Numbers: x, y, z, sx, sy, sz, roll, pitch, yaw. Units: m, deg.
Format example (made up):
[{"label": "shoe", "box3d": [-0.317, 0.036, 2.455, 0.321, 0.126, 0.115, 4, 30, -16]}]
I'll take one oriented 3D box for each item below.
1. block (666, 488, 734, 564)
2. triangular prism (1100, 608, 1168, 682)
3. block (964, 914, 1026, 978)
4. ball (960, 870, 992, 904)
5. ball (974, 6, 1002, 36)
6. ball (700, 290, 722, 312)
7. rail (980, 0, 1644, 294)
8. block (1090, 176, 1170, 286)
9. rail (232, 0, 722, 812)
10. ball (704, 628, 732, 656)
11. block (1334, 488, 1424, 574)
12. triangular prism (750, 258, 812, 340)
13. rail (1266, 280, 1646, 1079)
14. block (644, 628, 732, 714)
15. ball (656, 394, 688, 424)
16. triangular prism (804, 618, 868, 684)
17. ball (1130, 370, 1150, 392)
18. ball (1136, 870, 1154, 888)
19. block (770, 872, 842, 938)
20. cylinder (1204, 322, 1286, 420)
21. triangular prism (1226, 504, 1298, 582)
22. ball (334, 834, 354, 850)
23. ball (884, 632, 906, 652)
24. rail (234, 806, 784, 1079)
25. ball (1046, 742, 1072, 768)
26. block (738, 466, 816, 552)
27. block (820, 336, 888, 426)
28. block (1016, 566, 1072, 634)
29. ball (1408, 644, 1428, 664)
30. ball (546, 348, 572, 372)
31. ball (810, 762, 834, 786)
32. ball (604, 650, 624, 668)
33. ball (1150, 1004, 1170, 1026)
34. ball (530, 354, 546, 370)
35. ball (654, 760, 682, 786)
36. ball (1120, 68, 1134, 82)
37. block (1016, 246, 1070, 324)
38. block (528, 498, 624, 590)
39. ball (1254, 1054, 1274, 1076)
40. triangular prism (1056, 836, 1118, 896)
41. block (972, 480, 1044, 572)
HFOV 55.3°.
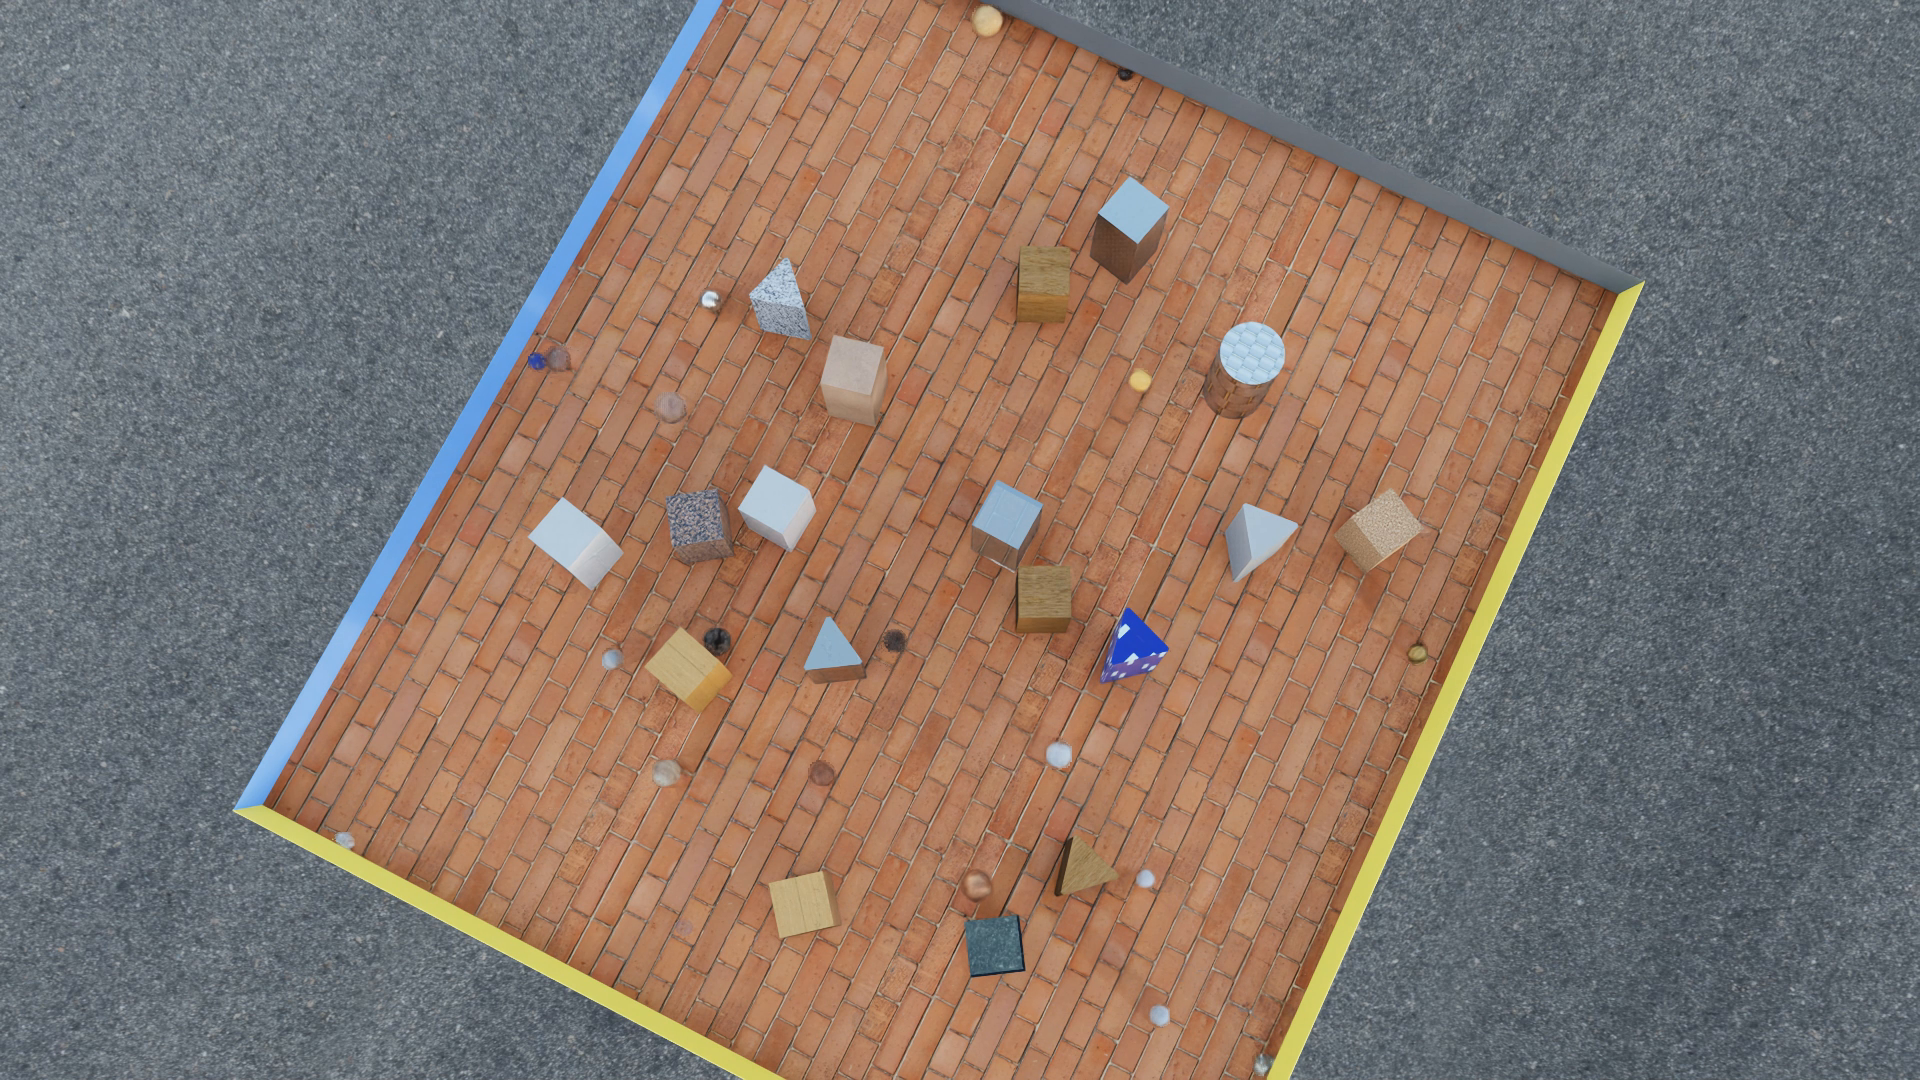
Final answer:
[{"label": "block", "box3d": [-0.776, -0.039, 5.488, 0.152, 0.267, 0.152, -9, 78, -2]}, {"label": "triangular prism", "box3d": [0.487, 0.301, 5.337, 0.165, 0.426, 0.142, -13, 79, -3]}, {"label": "block", "box3d": [0.096, 1.150, 5.201, 0.152, 0.348, 0.152, -6, 78, -1]}, {"label": "ball", "box3d": [0.048, 1.015, 5.359, 0.093, 0.093, 0.093, 0, 78, 0]}, {"label": "ball", "box3d": [0.090, -1.674, 5.914, 0.095, 0.095, 0.095, 0, 78, 0]}, {"label": "ball", "box3d": [-0.778, -0.748, 5.735, 0.070, 0.070, 0.070, 0, 78, 0]}, {"label": "rail", "box3d": [0.736, -1.436, 5.849, 3.059, 0.123, 0.045, 26, 80, 5]}, {"label": "block", "box3d": [0.517, -0.945, 5.626, 0.152, 0.364, 0.152, 39, 81, 7]}, {"label": "rail", "box3d": [-1.347, -0.653, 5.687, 0.045, 0.123, 3.340, 26, 80, 5]}, {"label": "ball", "box3d": [-0.730, 0.308, 5.510, 0.084, 0.084, 0.084, 0, 78, 0]}, {"label": "block", "box3d": [1.250, -0.024, 5.488, 0.152, 0.261, 0.152, -35, 80, -7]}, {"label": "triangular prism", "box3d": [-0.532, -0.746, 5.614, 0.165, 0.307, 0.142, 12, 79, 2]}, {"label": "rail", "box3d": [1.347, 0.666, 5.415, 0.045, 0.123, 3.340, 26, 80, 5]}, {"label": "block", "box3d": [-0.791, 0.385, 5.372, 0.152, 0.323, 0.152, 40, 81, 8]}, {"label": "ball", "box3d": [-0.889, -0.406, 5.652, 0.095, 0.095, 0.095, 0, 78, 0]}, {"label": "triangular prism", "box3d": [-0.369, 0.321, 5.384, 0.165, 0.325, 0.142, -6, 78, -1]}, {"label": "ball", "box3d": [0.558, -0.493, 5.685, 0.066, 0.066, 0.066, 0, 78, 0]}, {"label": "ball", "box3d": [0.543, 0.996, 5.384, 0.052, 0.052, 0.052, 0, 78, 0]}, {"label": "block", "box3d": [-0.437, 1.040, 5.222, 0.152, 0.351, 0.152, -13, 79, -3]}, {"label": "cylinder", "box3d": [0.853, -0.506, 5.527, 0.190, 0.380, 0.190, 0, 78, 0]}, {"label": "triangular prism", "box3d": [0.859, -0.011, 5.430, 0.165, 0.369, 0.142, -37, 81, -7]}, {"label": "ball", "box3d": [-1.815, 0.892, 5.404, 0.054, 0.054, 0.054, 0, 78, 0]}, {"label": "ball", "box3d": [-0.196, 0.307, 5.520, 0.064, 0.064, 0.064, 0, 78, 0]}, {"label": "rail", "box3d": [-0.736, 1.449, 5.253, 3.059, 0.123, 0.045, 26, 80, 5]}, {"label": "ball", "box3d": [0.292, 0.637, 5.446, 0.076, 0.076, 0.076, 0, 78, 0]}, {"label": "block", "box3d": [-0.545, -0.090, 5.494, 0.152, 0.277, 0.152, 29, 80, 6]}, {"label": "block", "box3d": [-0.316, -0.476, 5.535, 0.152, 0.353, 0.152, 14, 79, 3]}, {"label": "block", "box3d": [0.245, 0.178, 5.431, 0.152, 0.291, 0.152, 0, 78, 0]}, {"label": "ball", "box3d": [1.376, 0.342, 5.516, 0.058, 0.058, 0.058, 0, 78, 0]}, {"label": "ball", "box3d": [-1.247, -0.559, 5.692, 0.078, 0.078, 0.078, 0, 78, 0]}, {"label": "ball", "box3d": [-0.409, 0.696, 5.436, 0.071, 0.071, 0.071, 0, 78, 0]}, {"label": "ball", "box3d": [-1.041, 0.357, 5.512, 0.059, 0.059, 0.059, 0, 78, 0]}, {"label": "ball", "box3d": [0.577, 1.375, 5.303, 0.058, 0.058, 0.058, 0, 78, 0]}, {"label": "ball", "box3d": [-1.312, -0.555, 5.705, 0.051, 0.051, 0.051, 0, 78, 0]}, {"label": "ball", "box3d": [-0.867, 0.691, 5.433, 0.080, 0.080, 0.080, 0, 78, 0]}, {"label": "ball", "box3d": [0.536, -1.500, 5.904, 0.045, 0.045, 0.045, 0, 78, 0]}, {"label": "block", "box3d": [0.255, -0.784, 5.643, 0.152, 0.265, 0.152, 2, 78, 0]}, {"label": "block", "box3d": [-1.134, 0.015, 5.435, 0.152, 0.350, 0.152, 38, 81, 7]}, {"label": "ball", "box3d": [0.877, 1.509, 5.274, 0.060, 0.060, 0.060, 0, 78, 0]}, {"label": "triangular prism", "box3d": [0.339, 0.920, 5.234, 0.165, 0.376, 0.142, -16, 79, -3]}, {"label": "block", "box3d": [0.137, -0.037, 5.438, 0.152, 0.364, 0.152, 28, 80, 6]}]
